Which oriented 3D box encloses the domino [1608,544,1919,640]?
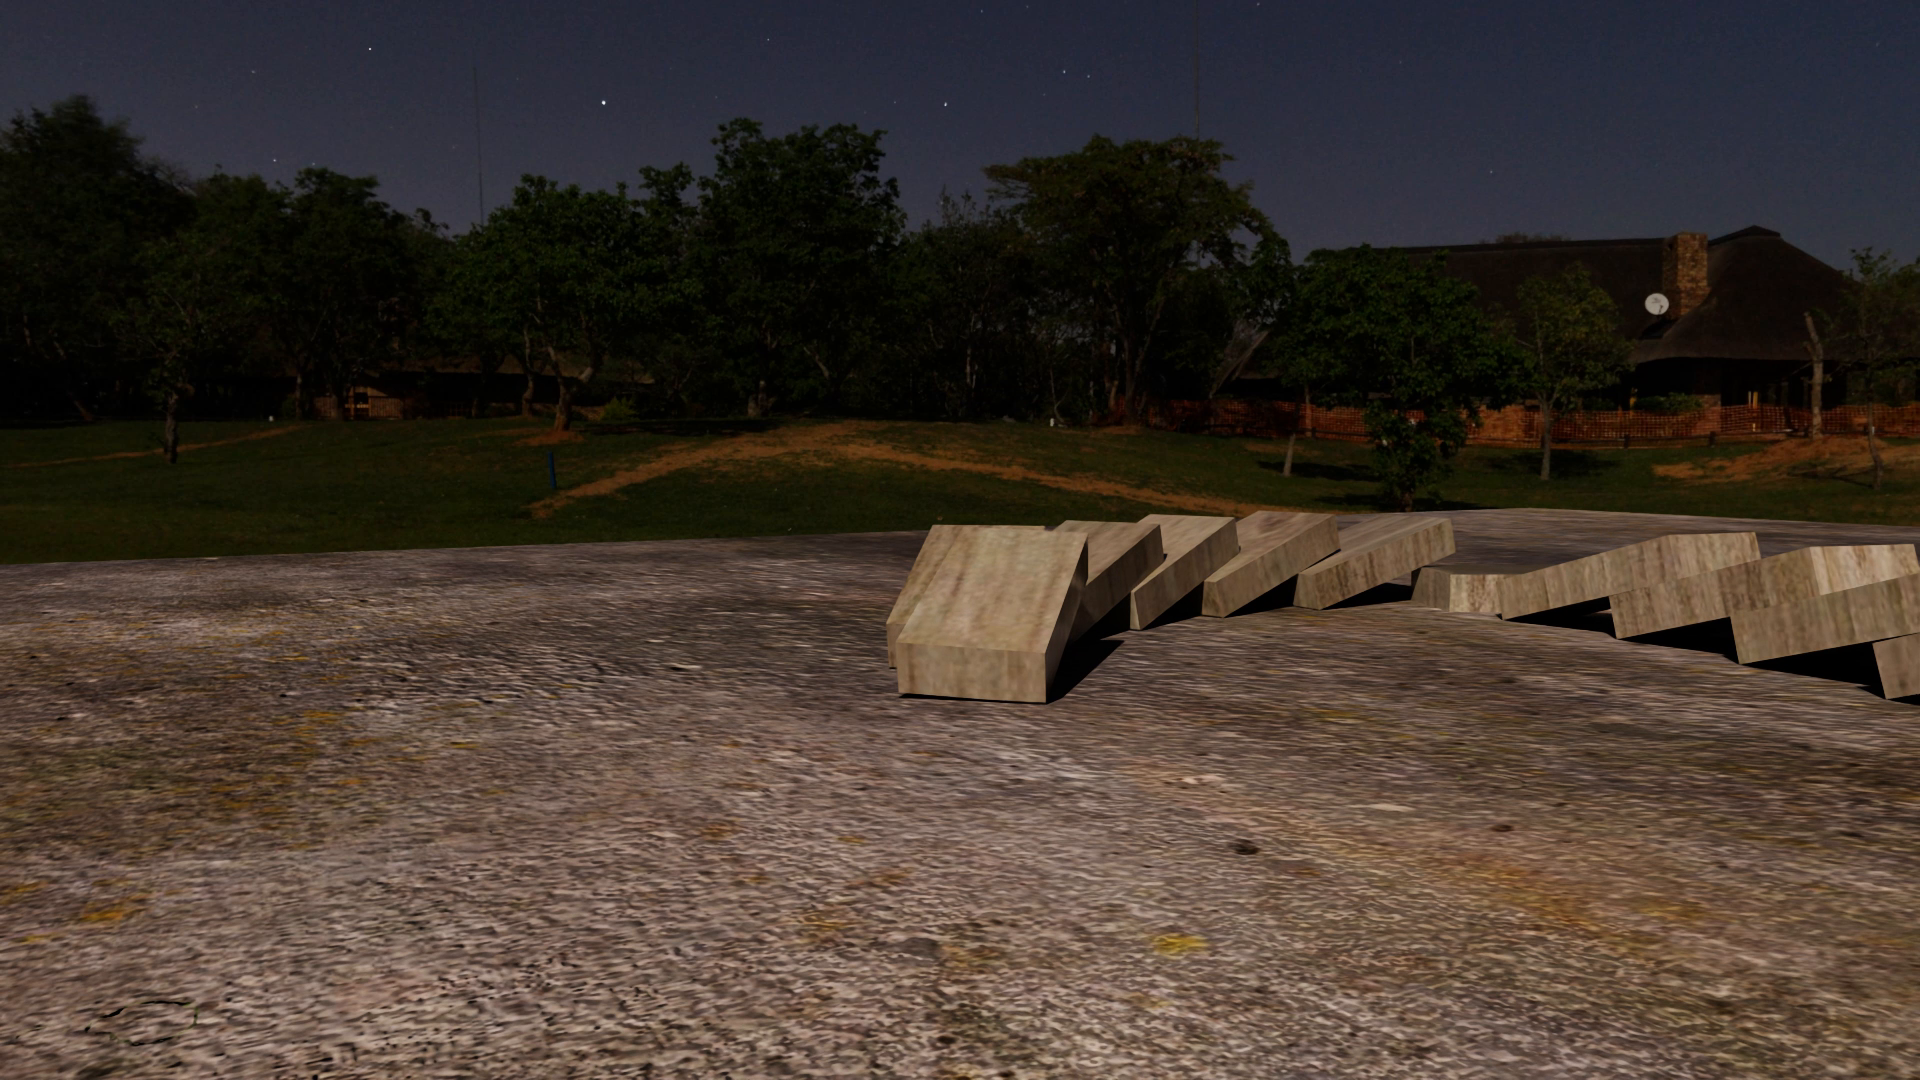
[{"bbox_3d":[0.161,0.011,0.260,0.025,0.010,0.050,-1,-13,-16],"label":"domino"}]

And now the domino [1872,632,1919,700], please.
[{"bbox_3d":[0.171,0.015,0.194,0.025,0.009,0.050,-1,-15,-11],"label":"domino"}]

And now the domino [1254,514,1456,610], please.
[{"bbox_3d":[0.107,0.005,0.349,0.050,0.009,0.025,-19,12,-24],"label":"domino"}]

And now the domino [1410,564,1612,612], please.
[{"bbox_3d":[0.148,0.012,0.338,0.050,0.009,0.025,0,4,-2],"label":"domino"}]

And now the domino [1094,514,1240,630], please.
[{"bbox_3d":[0.046,0.007,0.316,0.025,0.010,0.050,3,23,39],"label":"domino"}]

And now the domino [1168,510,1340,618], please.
[{"bbox_3d":[0.074,0.005,0.336,0.050,0.009,0.025,-25,18,-35],"label":"domino"}]

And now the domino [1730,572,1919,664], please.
[{"bbox_3d":[0.167,0.014,0.227,0.025,0.010,0.050,-1,-13,-11],"label":"domino"}]

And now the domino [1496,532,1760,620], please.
[{"bbox_3d":[0.151,0.009,0.293,0.025,0.009,0.050,-2,-12,-20],"label":"domino"}]

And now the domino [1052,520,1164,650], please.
[{"bbox_3d":[0.024,0.009,0.290,0.025,0.009,0.050,3,22,34],"label":"domino"}]

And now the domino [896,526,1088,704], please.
[{"bbox_3d":[0.007,0.012,0.233,0.025,0.009,0.050,3,24,13],"label":"domino"}]

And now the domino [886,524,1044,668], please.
[{"bbox_3d":[0.003,0.011,0.262,0.025,0.009,0.050,1,22,9],"label":"domino"}]
